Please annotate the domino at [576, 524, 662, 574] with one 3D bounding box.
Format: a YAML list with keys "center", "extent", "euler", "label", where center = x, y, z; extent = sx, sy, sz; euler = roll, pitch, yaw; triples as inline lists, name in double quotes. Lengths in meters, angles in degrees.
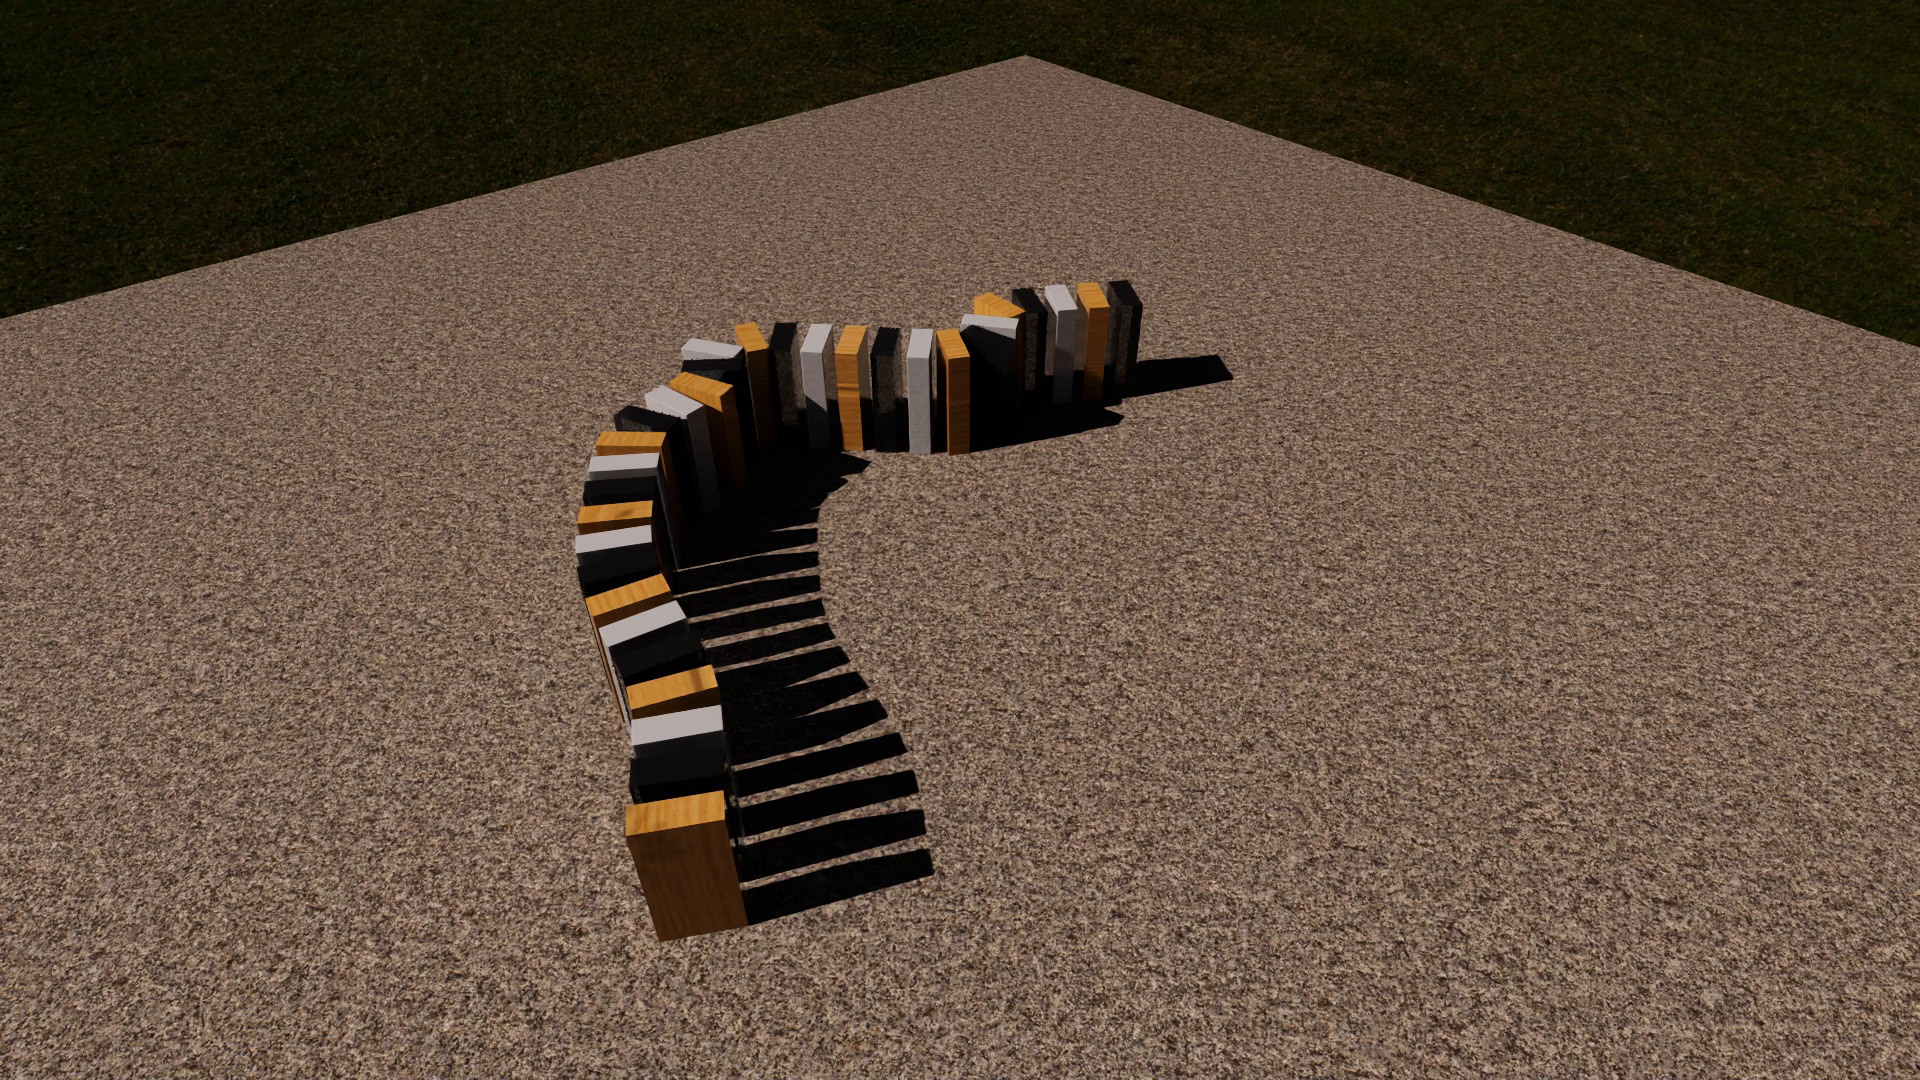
- center: [-0.117, 0.019, 0.388]
  extent: [0.025, 0.050, 0.009]
  euler: [-9, 40, -11]
  label: "domino"

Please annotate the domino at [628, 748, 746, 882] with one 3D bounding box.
- center: [-0.076, 0.081, 0.313]
  extent: [0.025, 0.050, 0.009]
  euler: [-6, 40, -7]
  label: "domino"

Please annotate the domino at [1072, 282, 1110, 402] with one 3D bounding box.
- center: [0.062, -0.095, 0.527]
  extent: [0.009, 0.050, 0.025]
  euler: [-5, 40, -6]
  label: "domino"

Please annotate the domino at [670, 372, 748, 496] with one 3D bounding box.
- center: [-0.106, -0.045, 0.466]
  extent: [0.025, 0.050, 0.010]
  euler: [17, 42, 20]
  label: "domino"

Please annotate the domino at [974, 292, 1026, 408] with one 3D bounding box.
- center: [0.018, -0.089, 0.520]
  extent: [0.009, 0.050, 0.025]
  euler: [-29, 47, -30]
  label: "domino"

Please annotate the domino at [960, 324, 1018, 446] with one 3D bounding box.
- center: [0.013, -0.070, 0.496]
  extent: [0.025, 0.050, 0.010]
  euler: [24, 45, 26]
  label: "domino"

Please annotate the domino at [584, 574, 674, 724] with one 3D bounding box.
- center: [-0.106, 0.037, 0.367]
  extent: [0.025, 0.050, 0.010]
  euler: [-20, 43, -22]
  label: "domino"

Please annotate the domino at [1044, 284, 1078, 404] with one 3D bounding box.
- center: [0.047, -0.093, 0.525]
  extent: [0.009, 0.050, 0.025]
  euler: [-6, 40, -8]
  label: "domino"

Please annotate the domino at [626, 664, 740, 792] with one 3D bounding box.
- center: [-0.084, 0.062, 0.336]
  extent: [0.025, 0.050, 0.009]
  euler: [-14, 41, -16]
  label: "domino"

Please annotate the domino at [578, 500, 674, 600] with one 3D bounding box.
- center: [-0.120, 0.009, 0.400]
  extent: [0.025, 0.050, 0.010]
  euler: [-6, 40, -7]
  label: "domino"

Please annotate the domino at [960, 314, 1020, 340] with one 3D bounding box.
- center: [0.013, -0.079, 0.507]
  extent: [0.025, 0.050, 0.010]
  euler: [7, 40, 9]
  label: "domino"

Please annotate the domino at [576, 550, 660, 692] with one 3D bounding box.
- center: [-0.113, 0.028, 0.377]
  extent: [0.025, 0.050, 0.010]
  euler: [-14, 41, -16]
  label: "domino"

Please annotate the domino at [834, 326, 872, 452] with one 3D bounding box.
- center: [-0.047, -0.068, 0.494]
  extent: [0.009, 0.050, 0.025]
  euler: [4, 39, 5]
  label: "domino"

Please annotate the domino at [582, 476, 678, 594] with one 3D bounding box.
- center: [-0.122, 0.000, 0.412]
  extent: [0.025, 0.050, 0.010]
  euler: [-5, 40, -6]
  label: "domino"

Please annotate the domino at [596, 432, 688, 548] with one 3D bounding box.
- center: [-0.125, -0.019, 0.435]
  extent: [0.025, 0.050, 0.009]
  euler: [1, 39, 1]
  label: "domino"

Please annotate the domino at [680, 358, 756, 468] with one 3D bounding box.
- center: [-0.104, -0.054, 0.478]
  extent: [0.025, 0.050, 0.009]
  euler: [-2, 39, -3]
  label: "domino"

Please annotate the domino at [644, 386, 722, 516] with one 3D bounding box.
- center: [-0.115, -0.037, 0.456]
  extent: [0.025, 0.050, 0.010]
  euler: [26, 46, 28]
  label: "domino"

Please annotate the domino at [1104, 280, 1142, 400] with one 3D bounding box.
- center: [0.077, -0.096, 0.529]
  extent: [0.010, 0.050, 0.025]
  euler: [-6, 40, -7]
  label: "domino"

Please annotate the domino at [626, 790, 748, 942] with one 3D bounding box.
- center: [-0.074, 0.090, 0.301]
  extent: [0.025, 0.050, 0.009]
  euler: [-8, 40, -9]
  label: "domino"

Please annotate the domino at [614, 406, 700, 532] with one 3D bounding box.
- center: [-0.123, -0.029, 0.447]
  extent: [0.025, 0.050, 0.010]
  euler: [15, 42, 17]
  label: "domino"

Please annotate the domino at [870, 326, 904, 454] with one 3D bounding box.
- center: [-0.032, -0.067, 0.493]
  extent: [0.010, 0.050, 0.025]
  euler: [4, 39, 5]
  label: "domino"

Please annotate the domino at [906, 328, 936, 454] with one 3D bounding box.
- center: [-0.017, -0.066, 0.492]
  extent: [0.009, 0.050, 0.025]
  euler: [2, 39, 3]
  label: "domino"

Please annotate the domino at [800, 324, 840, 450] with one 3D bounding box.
- center: [-0.063, -0.069, 0.496]
  extent: [0.010, 0.050, 0.025]
  euler: [3, 39, 4]
  label: "domino"

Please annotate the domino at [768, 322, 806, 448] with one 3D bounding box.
- center: [-0.078, -0.070, 0.497]
  extent: [0.010, 0.050, 0.025]
  euler: [0, 39, 0]
  label: "domino"

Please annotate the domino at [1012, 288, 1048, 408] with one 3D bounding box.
- center: [0.032, -0.091, 0.523]
  extent: [0.010, 0.050, 0.025]
  euler: [-9, 40, -11]
  label: "domino"

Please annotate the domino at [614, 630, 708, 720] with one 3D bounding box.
- center: [-0.090, 0.053, 0.346]
  extent: [0.025, 0.050, 0.009]
  euler: [-20, 43, -22]
  label: "domino"

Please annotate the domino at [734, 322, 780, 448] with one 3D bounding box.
- center: [-0.091, -0.069, 0.496]
  extent: [0.009, 0.050, 0.025]
  euler: [-14, 41, -17]
  label: "domino"

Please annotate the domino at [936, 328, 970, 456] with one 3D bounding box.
- center: [-0.003, -0.066, 0.492]
  extent: [0.010, 0.050, 0.025]
  euler: [-8, 40, -10]
  label: "domino"

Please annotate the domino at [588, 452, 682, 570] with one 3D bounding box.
- center: [-0.124, -0.010, 0.423]
  extent: [0.025, 0.050, 0.009]
  euler: [-4, 40, -5]
  label: "domino"

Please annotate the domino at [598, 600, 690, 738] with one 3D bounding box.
- center: [-0.098, 0.045, 0.357]
  extent: [0.025, 0.050, 0.010]
  euler: [-21, 44, -24]
  label: "domino"

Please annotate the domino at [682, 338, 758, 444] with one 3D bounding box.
- center: [-0.107, -0.064, 0.489]
  extent: [0.025, 0.050, 0.010]
  euler: [12, 41, 14]
  label: "domino"

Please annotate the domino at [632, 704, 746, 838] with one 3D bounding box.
- center: [-0.079, 0.071, 0.325]
  extent: [0.025, 0.050, 0.009]
  euler: [-9, 40, -10]
  label: "domino"
